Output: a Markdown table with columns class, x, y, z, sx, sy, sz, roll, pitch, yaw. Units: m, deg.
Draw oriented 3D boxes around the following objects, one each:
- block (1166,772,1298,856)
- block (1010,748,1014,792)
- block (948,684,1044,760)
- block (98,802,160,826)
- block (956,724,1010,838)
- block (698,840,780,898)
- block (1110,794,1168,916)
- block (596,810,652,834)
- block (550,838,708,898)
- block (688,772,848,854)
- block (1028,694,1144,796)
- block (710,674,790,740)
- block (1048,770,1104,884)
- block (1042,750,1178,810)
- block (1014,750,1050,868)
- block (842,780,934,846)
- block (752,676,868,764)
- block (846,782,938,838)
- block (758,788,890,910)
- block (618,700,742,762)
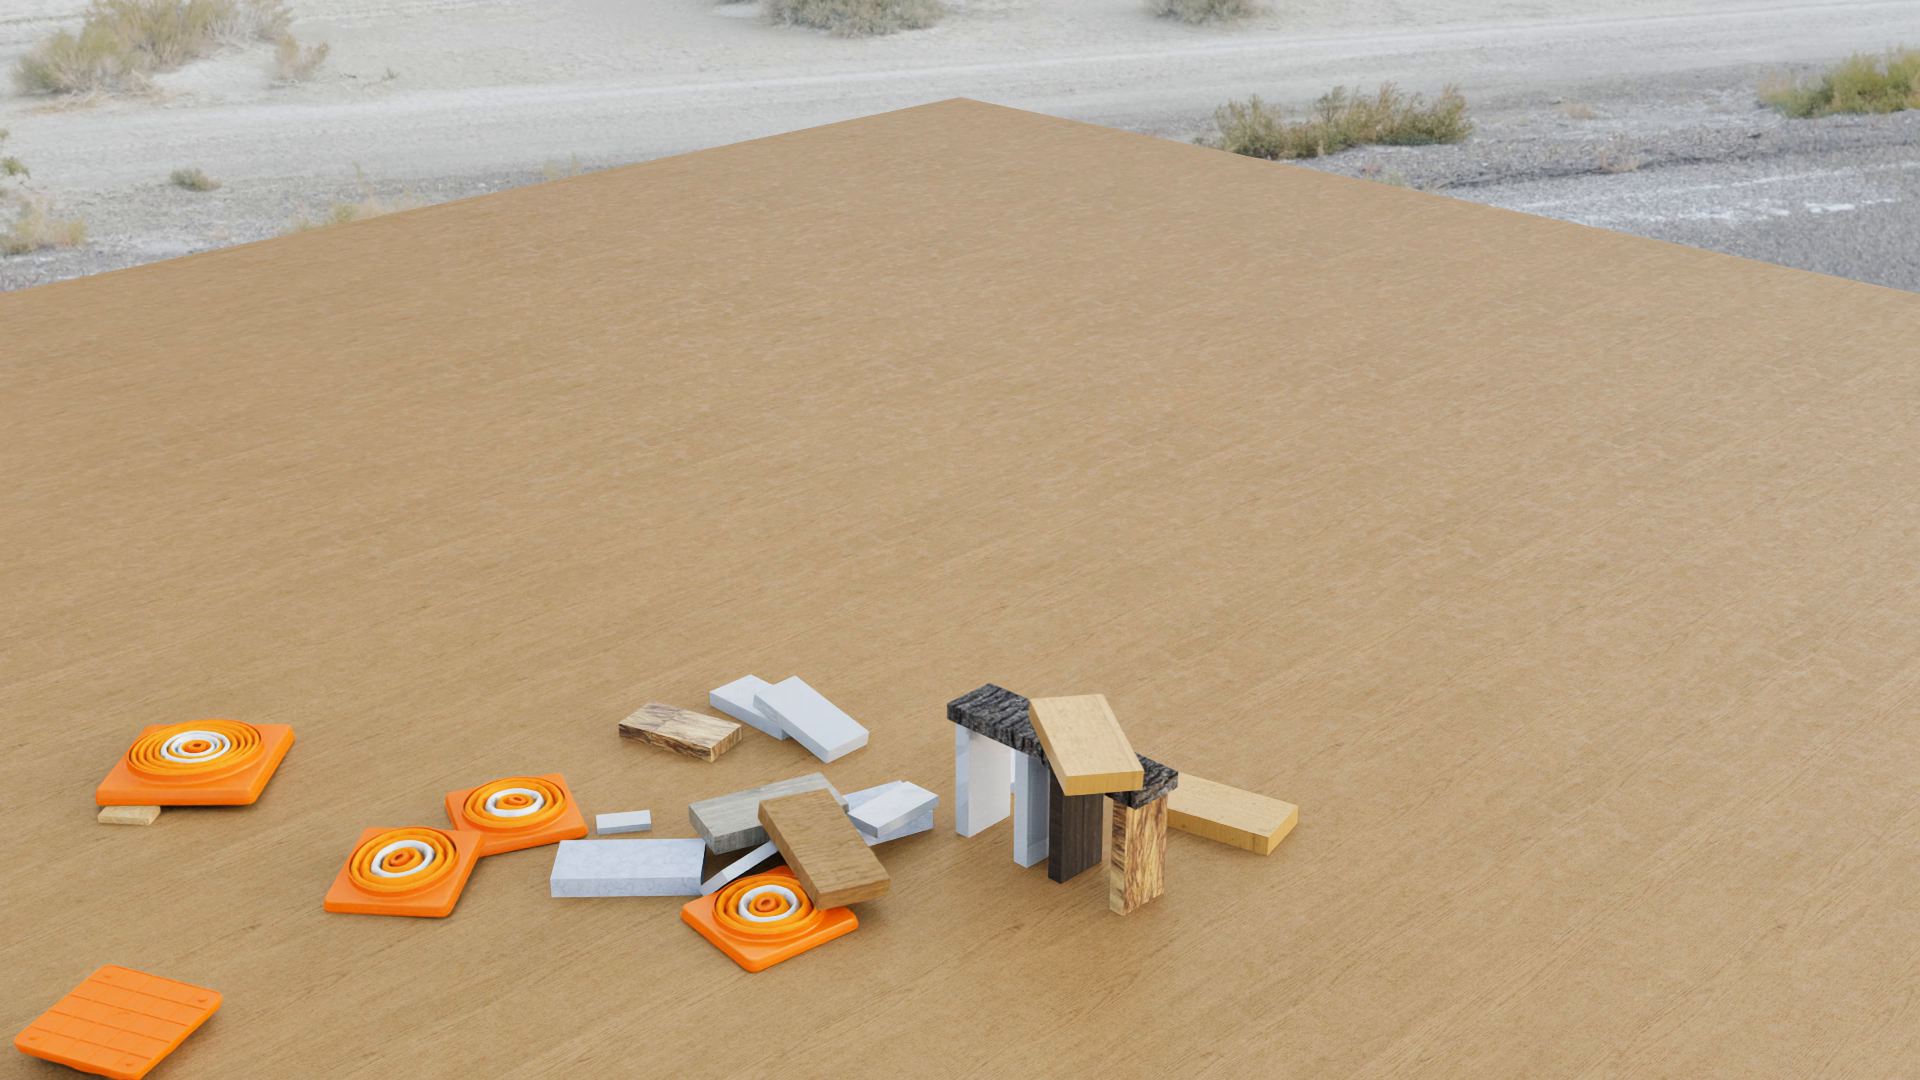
| class | x | y | z | sx | sy | sz | roll | pitch | yaw |
| --- | --- | --- | --- | --- | --- | --- | --- | --- | --- |
| block | 0.516 | 0.545 | 4.423 | 0.289 | 0.041 | 0.144 | 13 | 26 | 29 |
| block | 0.080 | 0.477 | 4.605 | 0.086 | 0.024 | 0.173 | -3 | 23 | -6 |
| block | 0.106 | 0.350 | 4.262 | 0.246 | 0.035 | 0.123 | 20 | 30 | 39 |
| block | -1.677 | 0.553 | 4.439 | 0.106 | 0.015 | 0.053 | 2 | 23 | 5 |
| block | 0.047 | 0.457 | 4.370 | 0.035 | 0.246 | 0.123 | 20 | 30 | 39 |
| block | -0.412 | 0.622 | 4.194 | 0.173 | 0.024 | 0.086 | -27 | -9 | -48 |
| block | 0.334 | 0.573 | 4.109 | 0.118 | 0.236 | 0.033 | -21 | 31 | -41 |
| block | -0.674 | 0.566 | 4.408 | 0.106 | 0.015 | 0.053 | -4 | 23 | -10 |
| block | -0.634 | 0.629 | 4.227 | 0.283 | 0.040 | 0.141 | -1 | 23 | -1 |
| block | -0.377 | 0.538 | 4.339 | 0.283 | 0.040 | 0.141 | -11 | 26 | -25 |
| block | 0.233 | 0.379 | 4.105 | 0.144 | 0.041 | 0.289 | -3 | 25 | -11 |
| block | -0.429 | 0.368 | 4.850 | 0.239 | 0.034 | 0.119 | 21 | 31 | 40 |
| block | 0.223 | 0.529 | 4.212 | 0.033 | 0.236 | 0.118 | 21 | 31 | 41 |
| block | 0.279 | 0.427 | 4.108 | 0.118 | 0.033 | 0.236 | -21 | 31 | -40 |
| block | 0.161 | 0.501 | 4.265 | 0.123 | 0.246 | 0.035 | -21 | 31 | -40 |
| block | -0.212 | 0.561 | 4.388 | 0.283 | 0.040 | 0.141 | -12 | 26 | -26 |
| block | -0.322 | 0.385 | 4.741 | 0.238 | 0.034 | 0.119 | 34 | 38 | 32 |
| block | -0.133 | 0.535 | 4.366 | 0.086 | 0.024 | 0.173 | 20 | 30 | 39 |
| block | -0.260 | 0.584 | 4.175 | 0.144 | 0.041 | 0.289 | -8 | 34 | -27 |
| block | -0.603 | 0.412 | 4.746 | 0.238 | 0.034 | 0.119 | 12 | 26 | 26 |
